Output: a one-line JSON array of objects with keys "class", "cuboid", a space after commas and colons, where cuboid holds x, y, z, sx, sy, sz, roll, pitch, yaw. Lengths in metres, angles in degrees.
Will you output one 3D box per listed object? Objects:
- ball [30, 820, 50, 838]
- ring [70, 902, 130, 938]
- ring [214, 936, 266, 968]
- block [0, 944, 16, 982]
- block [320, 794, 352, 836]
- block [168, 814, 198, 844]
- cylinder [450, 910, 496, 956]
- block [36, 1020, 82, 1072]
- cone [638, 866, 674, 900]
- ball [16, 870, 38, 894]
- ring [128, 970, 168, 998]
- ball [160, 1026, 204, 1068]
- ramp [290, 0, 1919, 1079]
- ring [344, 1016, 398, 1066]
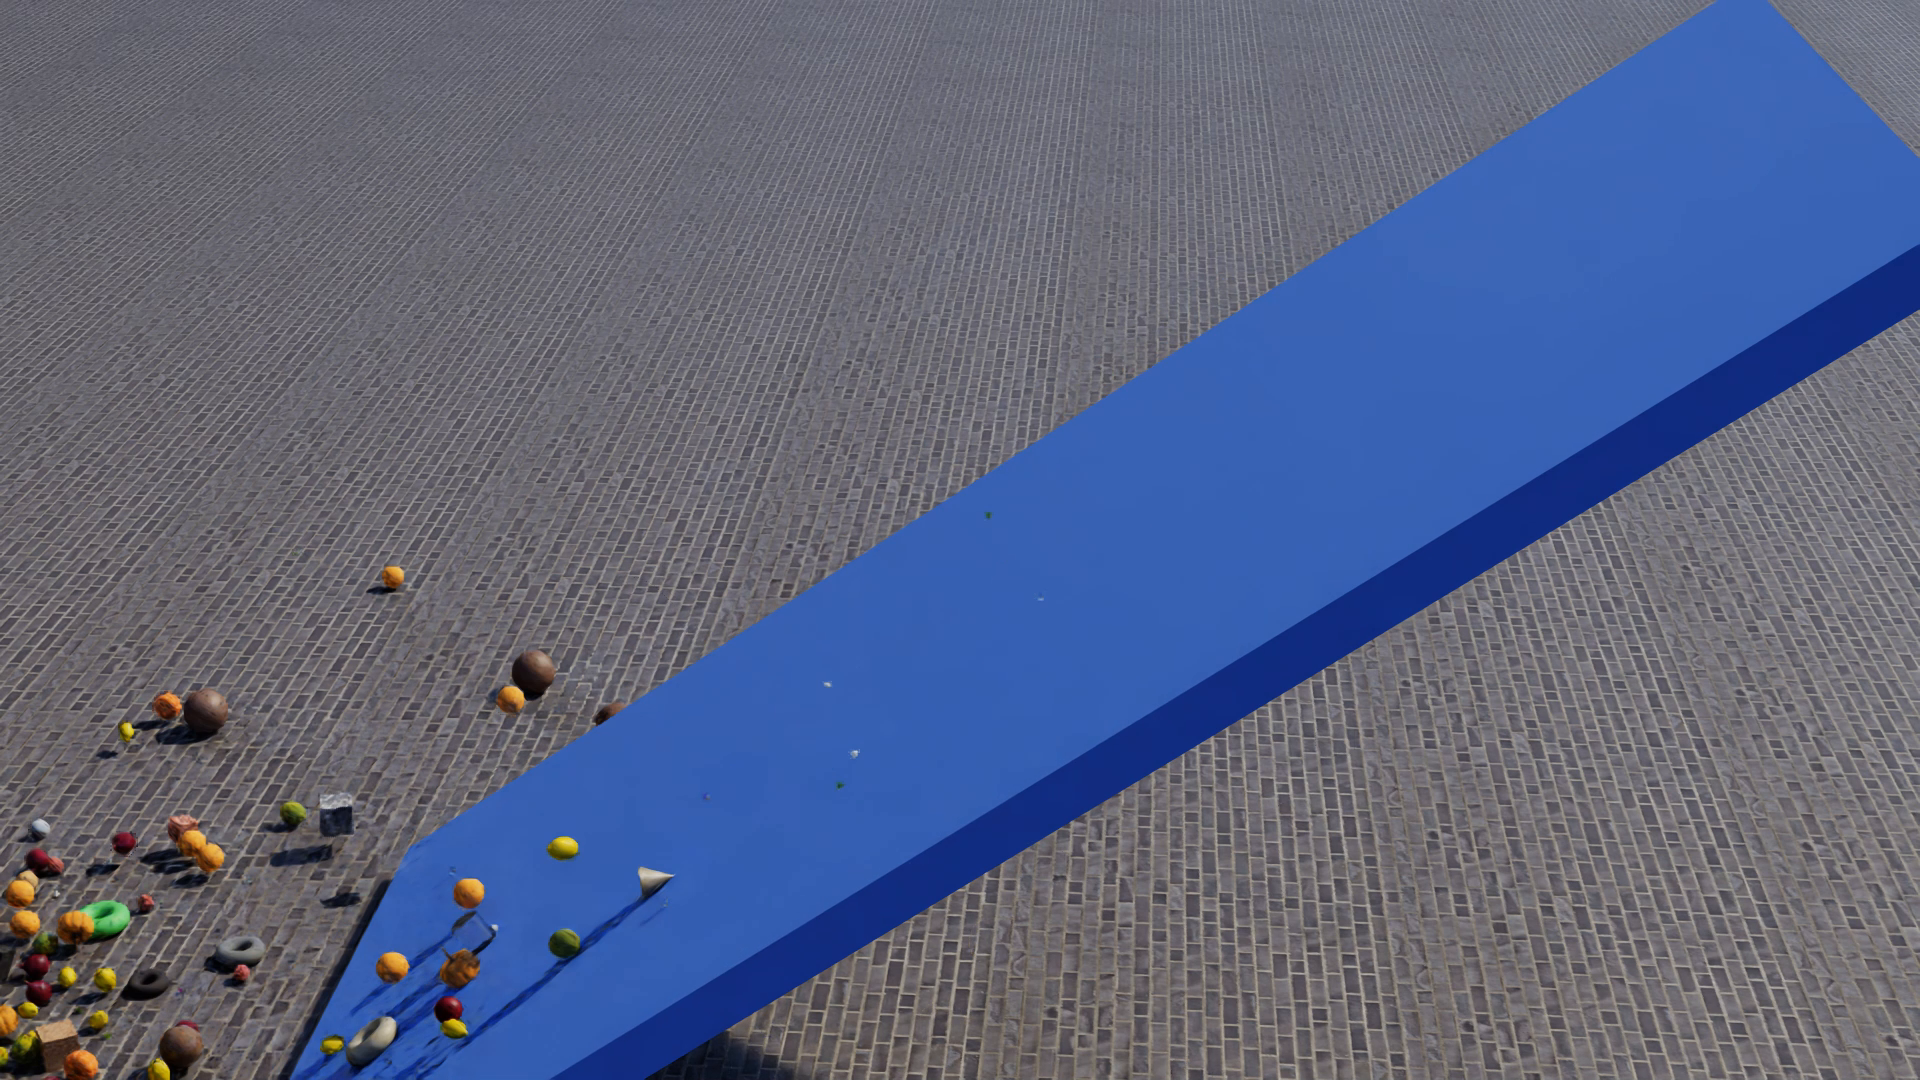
[{"class": "ball", "cuboid": [-2.495, 0.783, 7.974, 0.052, 0.052, 0.052, 0, 22, 0]}, {"class": "ring", "cuboid": [-2.193, 0.970, 7.504, 0.149, 0.050, 0.149, -4, 21, 1]}, {"class": "ring", "cuboid": [-1.801, 1.031, 7.360, 0.126, 0.042, 0.126, -2, 19, 1]}, {"class": "block", "cuboid": [-2.384, 1.036, 7.230, 0.079, 0.079, 0.079, 18, 1, 6]}, {"class": "block", "cuboid": [-1.672, 0.736, 7.879, 0.083, 0.083, 0.083, -2, 22, -15]}, {"class": "block", "cuboid": [-2.080, 0.775, 7.875, 0.055, 0.055, 0.055, -8, 24, -44]}, {"class": "cylinder", "cuboid": [-1.095, 0.883, 6.618, 0.072, 0.072, 0.072, -34, 16, 11]}, {"class": "block", "cuboid": [-2.118, 1.188, 6.911, 0.080, 0.080, 0.080, -11, 24, -26]}, {"class": "cone", "cuboid": [-0.634, 0.713, 6.177, 0.074, 0.074, 0.074, -11, 23, -6]}, {"class": "ball", "cuboid": [-2.438, 0.894, 7.685, 0.058, 0.058, 0.058, 0, 22, 0]}, {"class": "ring", "cuboid": [-1.994, 1.090, 7.223, 0.100, 0.033, 0.100, 0, 25, 0]}, {"class": "ball", "cuboid": [-1.817, 1.183, 6.864, 0.100, 0.100, 0.100, 0, 22, 0]}, {"class": "ramp", "cuboid": [0.134, 0.175, 6.309, 4.000, 0.100, 2.000, -33, 16, 15]}, {"class": "ring", "cuboid": [-1.293, 1.101, 6.464, 0.136, 0.045, 0.136, -35, 16, 12]}]
